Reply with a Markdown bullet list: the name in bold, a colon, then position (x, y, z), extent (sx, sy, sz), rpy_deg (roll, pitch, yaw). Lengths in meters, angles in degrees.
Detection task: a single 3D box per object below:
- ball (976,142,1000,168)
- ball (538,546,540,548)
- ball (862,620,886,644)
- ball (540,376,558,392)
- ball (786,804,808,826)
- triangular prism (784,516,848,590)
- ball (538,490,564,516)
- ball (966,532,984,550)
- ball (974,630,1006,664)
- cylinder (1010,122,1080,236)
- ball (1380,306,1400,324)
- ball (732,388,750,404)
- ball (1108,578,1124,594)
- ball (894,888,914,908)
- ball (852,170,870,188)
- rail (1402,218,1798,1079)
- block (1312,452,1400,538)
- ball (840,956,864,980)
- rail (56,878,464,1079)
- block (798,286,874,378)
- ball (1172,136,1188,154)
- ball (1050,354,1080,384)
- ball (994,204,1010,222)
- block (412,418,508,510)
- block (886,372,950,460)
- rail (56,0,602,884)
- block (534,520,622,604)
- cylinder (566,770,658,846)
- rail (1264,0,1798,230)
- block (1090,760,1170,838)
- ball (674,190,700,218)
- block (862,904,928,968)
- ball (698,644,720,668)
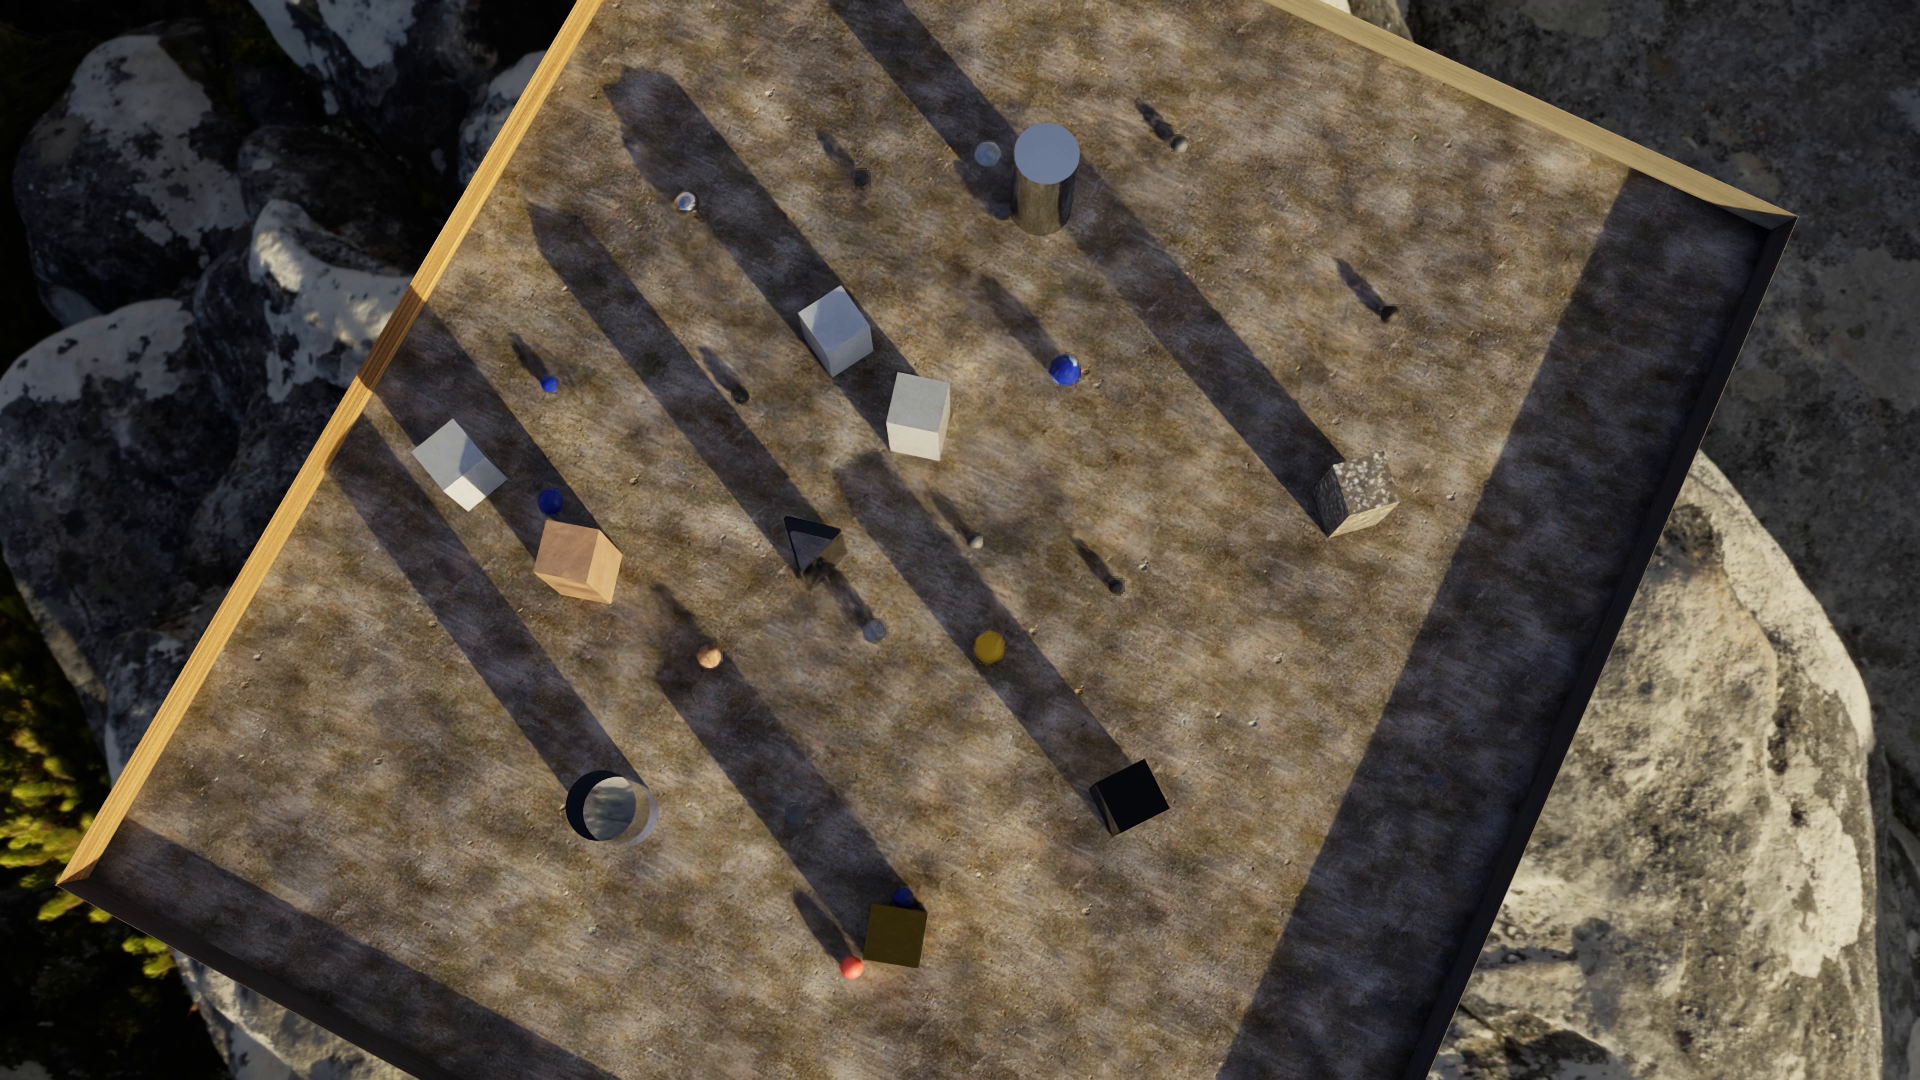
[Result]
- **ball**: position (0.089, -1.227, 5.829), extent (0.081, 0.081, 0.081), rpy_deg (0, 78, 0)
- **ball**: position (-1.253, 0.028, 5.581), extent (0.059, 0.059, 0.059), rpy_deg (0, 78, 0)
- **ball**: position (-0.257, 0.276, 5.522), extent (0.073, 0.073, 0.073), rpy_deg (0, 78, 0)
- **ball**: position (-1.275, -0.484, 5.690), extent (0.053, 0.053, 0.053), rpy_deg (0, 78, 0)
- **ball**: position (-0.483, 0.814, 5.416), extent (0.063, 0.063, 0.063), rpy_deg (0, 78, 0)
- **triangular prism**: position (-0.455, 0.014, 5.451), extent (0.146, 0.319, 0.169), rpy_deg (43, 81, 8)
- **ball**: position (-1.249, -0.115, 5.600), extent (0.079, 0.079, 0.079), rpy_deg (0, 78, 0)
- **ball**: position (0.046, 0.002, 5.590), extent (0.051, 0.051, 0.051), rpy_deg (0, 78, 0)
- **ball**: position (0.090, 0.322, 5.500), extent (0.098, 0.098, 0.098), rpy_deg (0, 78, 0)
- **cylinder**: position (0.257, -1.102, 5.631), extent (0.195, 0.419, 0.195), rpy_deg (0, 78, 0)
- **ball**: position (1.346, -0.704, 5.732), extent (0.060, 0.060, 0.060), rpy_deg (0, 78, 0)
- **ball**: position (-0.679, -0.447, 5.682), extent (0.052, 0.052, 0.052), rpy_deg (0, 78, 0)
- **ball**: position (0.472, 0.141, 5.564), extent (0.046, 0.046, 0.046), rpy_deg (0, 78, 0)
- **ball**: position (-0.165, 1.048, 5.369), extent (0.061, 0.061, 0.061), rpy_deg (0, 78, 0)
- **ball**: position (-0.314, -1.147, 5.826), extent (0.055, 0.055, 0.055), rpy_deg (0, 78, 0)
- **rail**: position (1.657, 0.818, 5.381), extent (0.045, 0.127, 4.160), rpy_deg (26, 80, 5)
- **block**: position (1.182, -0.133, 5.481), extent (0.156, 0.319, 0.156), rpy_deg (-15, 79, -3)
- **ball**: position (-0.314, 1.243, 5.326), extent (0.065, 0.065, 0.065), rpy_deg (0, 78, 0)
- **rail**: position (-0.920, 1.808, 5.177), extent (3.752, 0.127, 0.045), rpy_deg (26, 80, 5)
- **block**: position (-0.379, -0.637, 5.623), extent (0.156, 0.247, 0.156), rpy_deg (-34, 80, -7)
- **ball**: position (0.702, -1.262, 5.851), extent (0.053, 0.053, 0.053), rpy_deg (0, 78, 0)
- **ball**: position (0.323, -0.527, 5.678), extent (0.094, 0.094, 0.094), rpy_deg (0, 78, 0)
- **ball**: position (0.133, -1.038, 5.803), extent (0.056, 0.056, 0.056), rpy_deg (0, 78, 0)
- **block**: position (-1.505, -0.224, 5.523), extent (0.156, 0.274, 0.156), rpy_deg (-41, 81, -8)
- **block**: position (-0.123, -0.369, 5.523), extent (0.156, 0.333, 0.156), rpy_deg (12, 79, 2)
- **rail**: position (-1.657, -0.804, 5.717), extent (0.045, 0.127, 4.160), rpy_deg (26, 80, 5)
- **block**: position (-1.124, 0.068, 5.414), extent (0.156, 0.369, 0.156), rpy_deg (11, 79, 2)
- **cylinder**: position (-0.994, 0.774, 5.258), extent (0.195, 0.388, 0.195), rpy_deg (0, 78, 0)
- **rail**: position (0.920, -1.794, 5.922), extent (3.752, 0.127, 0.045), rpy_deg (26, 80, 5)
- **block**: position (0.488, 0.751, 5.315), extent (0.156, 0.286, 0.156), rpy_deg (-26, 79, -5)
- **ball**: position (-0.865, -1.064, 5.794), extent (0.084, 0.084, 0.084), rpy_deg (0, 78, 0)
- **block**: position (-0.184, 1.135, 5.260), extent (0.156, 0.239, 0.156), rpy_deg (9, 78, 2)
- **ball**: position (-0.754, 0.350, 5.508), extent (0.071, 0.071, 0.071), rpy_deg (0, 78, 0)
